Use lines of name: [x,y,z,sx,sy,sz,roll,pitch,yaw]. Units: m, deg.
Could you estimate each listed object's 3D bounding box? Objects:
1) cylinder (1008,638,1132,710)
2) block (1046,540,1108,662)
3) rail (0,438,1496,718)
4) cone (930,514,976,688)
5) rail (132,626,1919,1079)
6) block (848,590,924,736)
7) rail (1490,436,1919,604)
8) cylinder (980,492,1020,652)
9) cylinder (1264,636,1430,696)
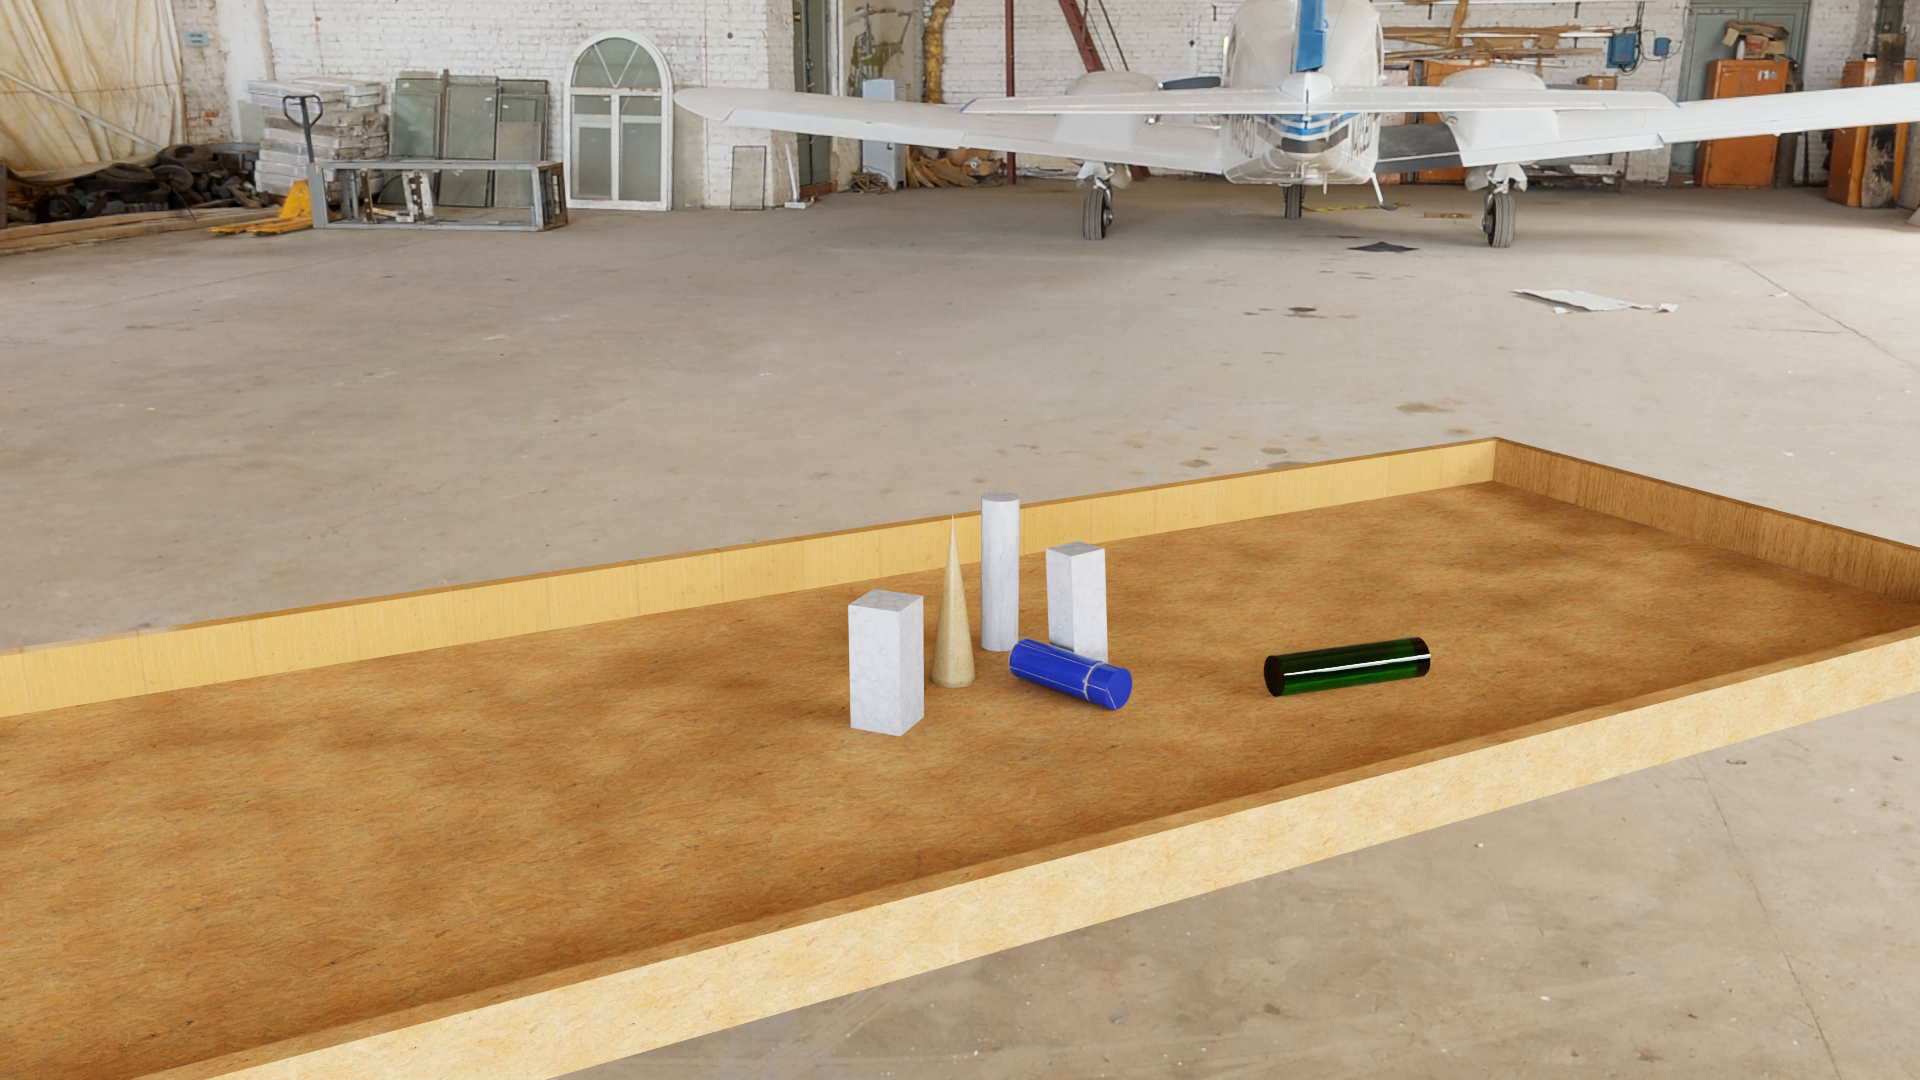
cylinder: [0.269,0.327,4.060,0.313,0.103,0.103,15,22,42]
block: [0.295,0.179,4.151,0.104,0.327,0.104,-13,18,-32]
rail: [-3.305,0.497,3.399,12.000,0.150,0.050,-9,18,-27]
cone: [-0.017,0.143,4.099,0.118,0.433,0.118,0,16,0]
rail: [-2.336,1.006,1.665,12.000,0.150,0.050,-9,18,-27]
block: [-0.171,0.284,3.850,0.129,0.303,0.129,7,18,23]
rail: [2.466,-0.048,5.253,0.050,0.150,2.100,-9,18,-27]
cylinder: [0.106,0.084,4.345,0.101,0.408,0.101,0,16,0]
cylinder: [0.964,0.314,4.104,0.412,0.103,0.103,-6,17,-18]
